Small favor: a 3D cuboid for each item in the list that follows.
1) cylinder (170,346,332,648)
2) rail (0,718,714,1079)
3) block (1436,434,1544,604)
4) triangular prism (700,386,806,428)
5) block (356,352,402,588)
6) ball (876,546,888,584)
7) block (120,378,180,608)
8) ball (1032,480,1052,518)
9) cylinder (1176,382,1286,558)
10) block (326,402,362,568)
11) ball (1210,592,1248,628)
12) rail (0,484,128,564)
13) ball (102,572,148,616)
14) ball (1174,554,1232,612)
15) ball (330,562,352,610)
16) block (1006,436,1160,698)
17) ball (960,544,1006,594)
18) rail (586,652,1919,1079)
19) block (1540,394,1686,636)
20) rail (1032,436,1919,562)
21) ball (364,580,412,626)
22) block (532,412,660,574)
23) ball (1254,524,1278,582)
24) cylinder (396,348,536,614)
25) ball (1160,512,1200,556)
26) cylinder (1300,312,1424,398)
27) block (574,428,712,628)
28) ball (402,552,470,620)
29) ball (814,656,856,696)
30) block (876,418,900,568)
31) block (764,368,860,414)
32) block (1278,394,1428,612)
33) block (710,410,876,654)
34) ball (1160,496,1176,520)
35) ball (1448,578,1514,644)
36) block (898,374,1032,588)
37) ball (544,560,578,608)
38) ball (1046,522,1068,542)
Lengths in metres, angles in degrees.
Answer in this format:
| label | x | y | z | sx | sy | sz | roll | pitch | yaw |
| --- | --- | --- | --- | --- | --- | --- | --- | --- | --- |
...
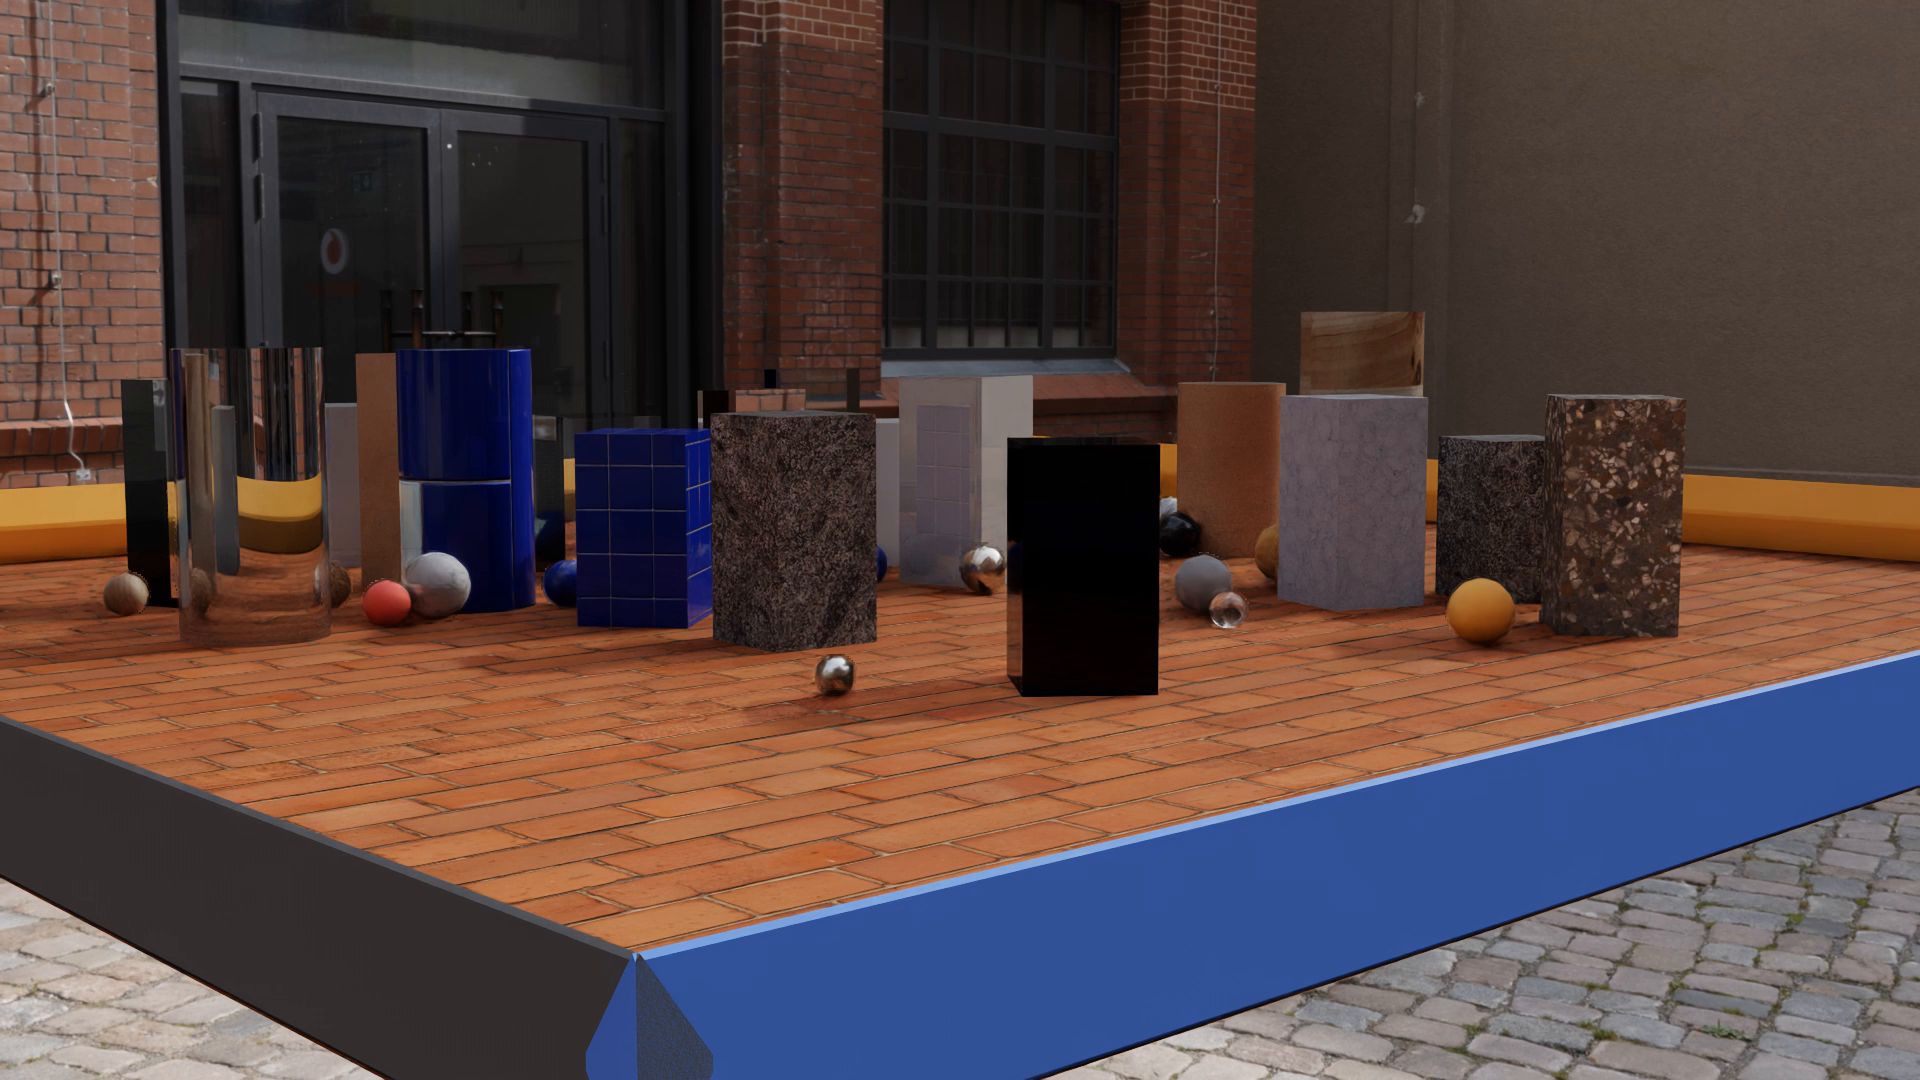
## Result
| label | x | y | z | sx | sy | sz | roll | pitch | yaw |
| --- | --- | --- | --- | --- | --- | --- | --- | --- | --- |
| cylinder | -0.965 | -0.064 | 2.998 | 0.199 | 0.395 | 0.199 | 0 | 6 | 0 |
| rail | -1.196 | 0.148 | 2.234 | 0.045 | 0.129 | 3.110 | -5 | 8 | -42 |
| block | 0.851 | -0.034 | 3.415 | 0.159 | 0.249 | 0.159 | -2 | 6 | -17 |
| triangular prism | -0.348 | -0.074 | 3.434 | 0.172 | 0.325 | 0.149 | -3 | 7 | -26 |
| block | -0.859 | -0.114 | 3.569 | 0.159 | 0.376 | 0.159 | 4 | 7 | 32 |
| ball | -0.153 | 0.040 | 3.563 | 0.071 | 0.071 | 0.071 | 0 | 6 | 0 |
| block | -1.158 | -0.076 | 3.368 | 0.159 | 0.342 | 0.159 | 3 | 7 | 25 |
| ball | 0.156 | -0.089 | 4.745 | 0.082 | 0.082 | 0.082 | 0 | 6 | 0 |
| cylinder | 0.501 | -0.133 | 4.064 | 0.199 | 0.312 | 0.199 | 0 | 6 | 0 |
| block | -1.055 | -0.101 | 3.907 | 0.159 | 0.279 | 0.159 | -2 | 6 | -20 |
| ball | 0.377 | 0.099 | 3.088 | 0.052 | 0.052 | 0.052 | 0 | 6 | 0 |
| rail | -1.039 | -0.083 | 4.451 | 3.302 | 0.129 | 0.045 | -5 | 8 | -42 |
| ball | -1.222 | 0.080 | 3.220 | 0.063 | 0.063 | 0.063 | 0 | 6 | 0 |
| ball | 0.359 | 0.065 | 3.252 | 0.086 | 0.086 | 0.086 | 0 | 6 | 0 |
| ball | -0.945 | 0.068 | 3.277 | 0.074 | 0.074 | 0.074 | 0 | 6 | 0 |
| block | 0.144 | 0.028 | 2.614 | 0.159 | 0.291 | 0.159 | -1 | 6 | -5 |
| ball | 0.038 | 0.046 | 3.479 | 0.076 | 0.076 | 0.076 | 0 | 6 | 0 |
| rail | 1.039 | 0.150 | 2.212 | 3.302 | 0.129 | 0.045 | -5 | 8 | -42 |
| block | 0.912 | -0.038 | 3.082 | 0.159 | 0.325 | 0.159 | 1 | 6 | 5 |
| rail | 1.196 | -0.081 | 4.429 | 0.045 | 0.129 | 3.110 | -5 | 8 | -42 |
| ball | -0.810 | 0.090 | 3.109 | 0.065 | 0.065 | 0.065 | 0 | 6 | 0 |
| block | -0.614 | -0.077 | 3.725 | 0.159 | 0.269 | 0.159 | -4 | 7 | -36 |
| ball | 0.524 | 0.020 | 3.542 | 0.098 | 0.098 | 0.098 | 0 | 6 | 0 |
| cylinder | -0.745 | -0.094 | 3.320 | 0.199 | 0.387 | 0.199 | 0 | 6 | 0 |
| ball | 0.394 | -0.010 | 3.986 | 0.080 | 0.080 | 0.080 | 0 | 6 | 0 |
| cylinder | 0.654 | -0.151 | 3.596 | 0.199 | 0.443 | 0.199 | 0 | 6 | 0 |
| block | -0.453 | -0.020 | 3.169 | 0.159 | 0.272 | 0.159 | 1 | 6 | 7 |
| ball | -0.758 | 0.066 | 3.183 | 0.098 | 0.098 | 0.098 | 0 | 6 | 0 |
| ball | -0.145 | 0.157 | 2.547 | 0.048 | 0.048 | 0.048 | 0 | 6 | 0 |
| block | -0.100 | -0.087 | 3.908 | 0.159 | 0.251 | 0.159 | -1 | 6 | -14 |
| block | -0.289 | -0.172 | 4.334 | 0.159 | 0.332 | 0.159 | 1 | 6 | 7 |
| block | 0.598 | -0.062 | 3.359 | 0.159 | 0.315 | 0.159 | -3 | 7 | -24 |
| block | -0.224 | -0.016 | 2.963 | 0.159 | 0.307 | 0.159 | -5 | 8 | -39 |
| ball | 0.412 | -0.042 | 4.292 | 0.084 | 0.084 | 0.084 | 0 | 6 | 0 |
| ball | 0.698 | 0.096 | 2.945 | 0.088 | 0.088 | 0.088 | 0 | 6 | 0 |
| block | 0.010 | -0.101 | 3.623 | 0.159 | 0.339 | 0.159 | 4 | 7 | 33 |
| ball | -0.590 | 0.065 | 3.311 | 0.072 | 0.072 | 0.072 | 0 | 6 | 0 |
| ball | 0.186 | -0.015 | 4.233 | 0.042 | 0.042 | 0.042 | 0 | 6 | 0 |
